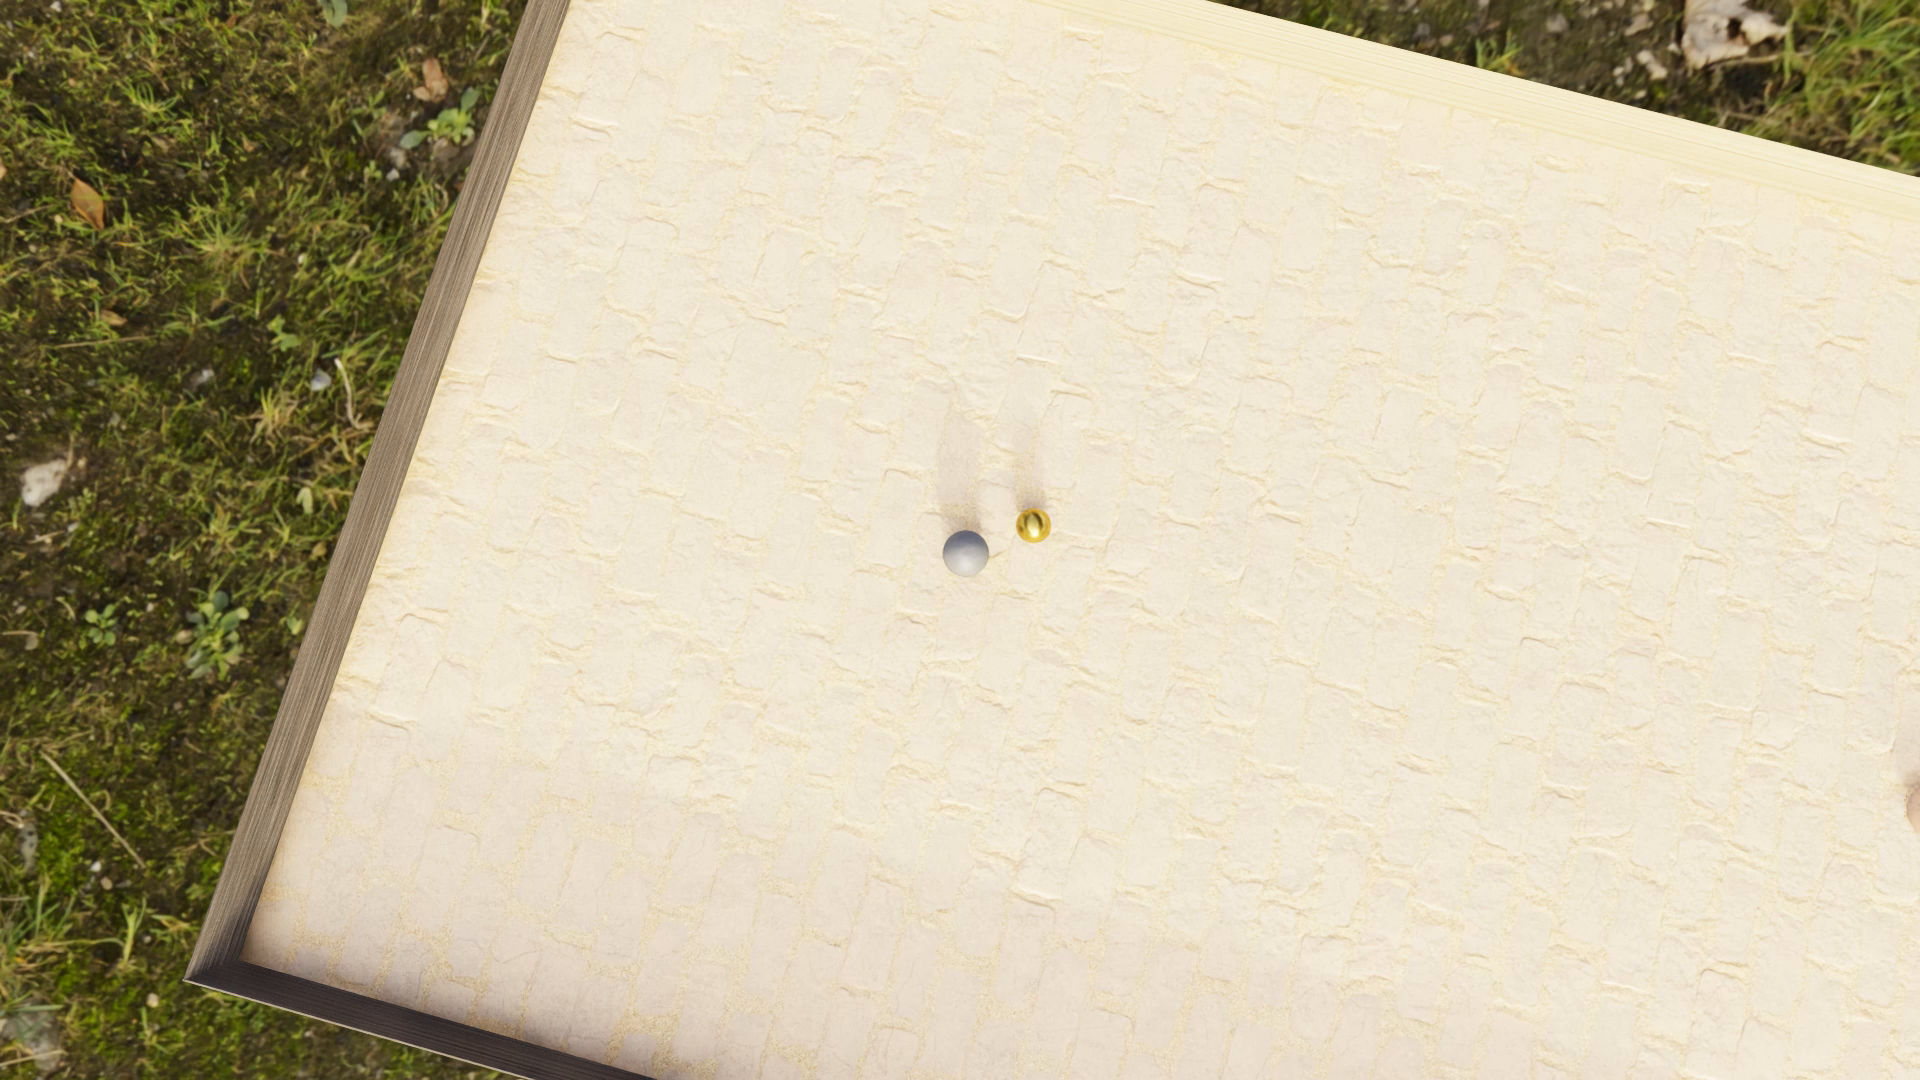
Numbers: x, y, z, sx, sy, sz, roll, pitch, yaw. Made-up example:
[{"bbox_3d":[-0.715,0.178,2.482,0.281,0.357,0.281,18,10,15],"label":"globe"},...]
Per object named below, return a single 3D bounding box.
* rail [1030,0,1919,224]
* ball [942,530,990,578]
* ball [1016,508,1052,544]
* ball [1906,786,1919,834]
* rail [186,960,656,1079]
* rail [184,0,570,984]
[{"bbox_3d":[1.088,-0.625,3.459,3.523,0.116,0.045,15,77,4],"label":"rail"},{"bbox_3d":[0.009,0.021,3.324,0.071,0.071,0.071,0,76,0],"label":"ball"},{"bbox_3d":[0.112,-0.022,3.343,0.055,0.055,0.055,0,76,0],"label":"ball"},{"bbox_3d":[1.435,0.396,3.223,0.089,0.089,0.089,0,76,0],"label":"ball"},{"bbox_3d":[0.611,1.064,3.044,3.523,0.116,0.045,15,77,4],"label":"rail"},{"bbox_3d":[-0.827,-0.227,3.361,0.045,0.116,1.851,15,77,4],"label":"rail"}]
